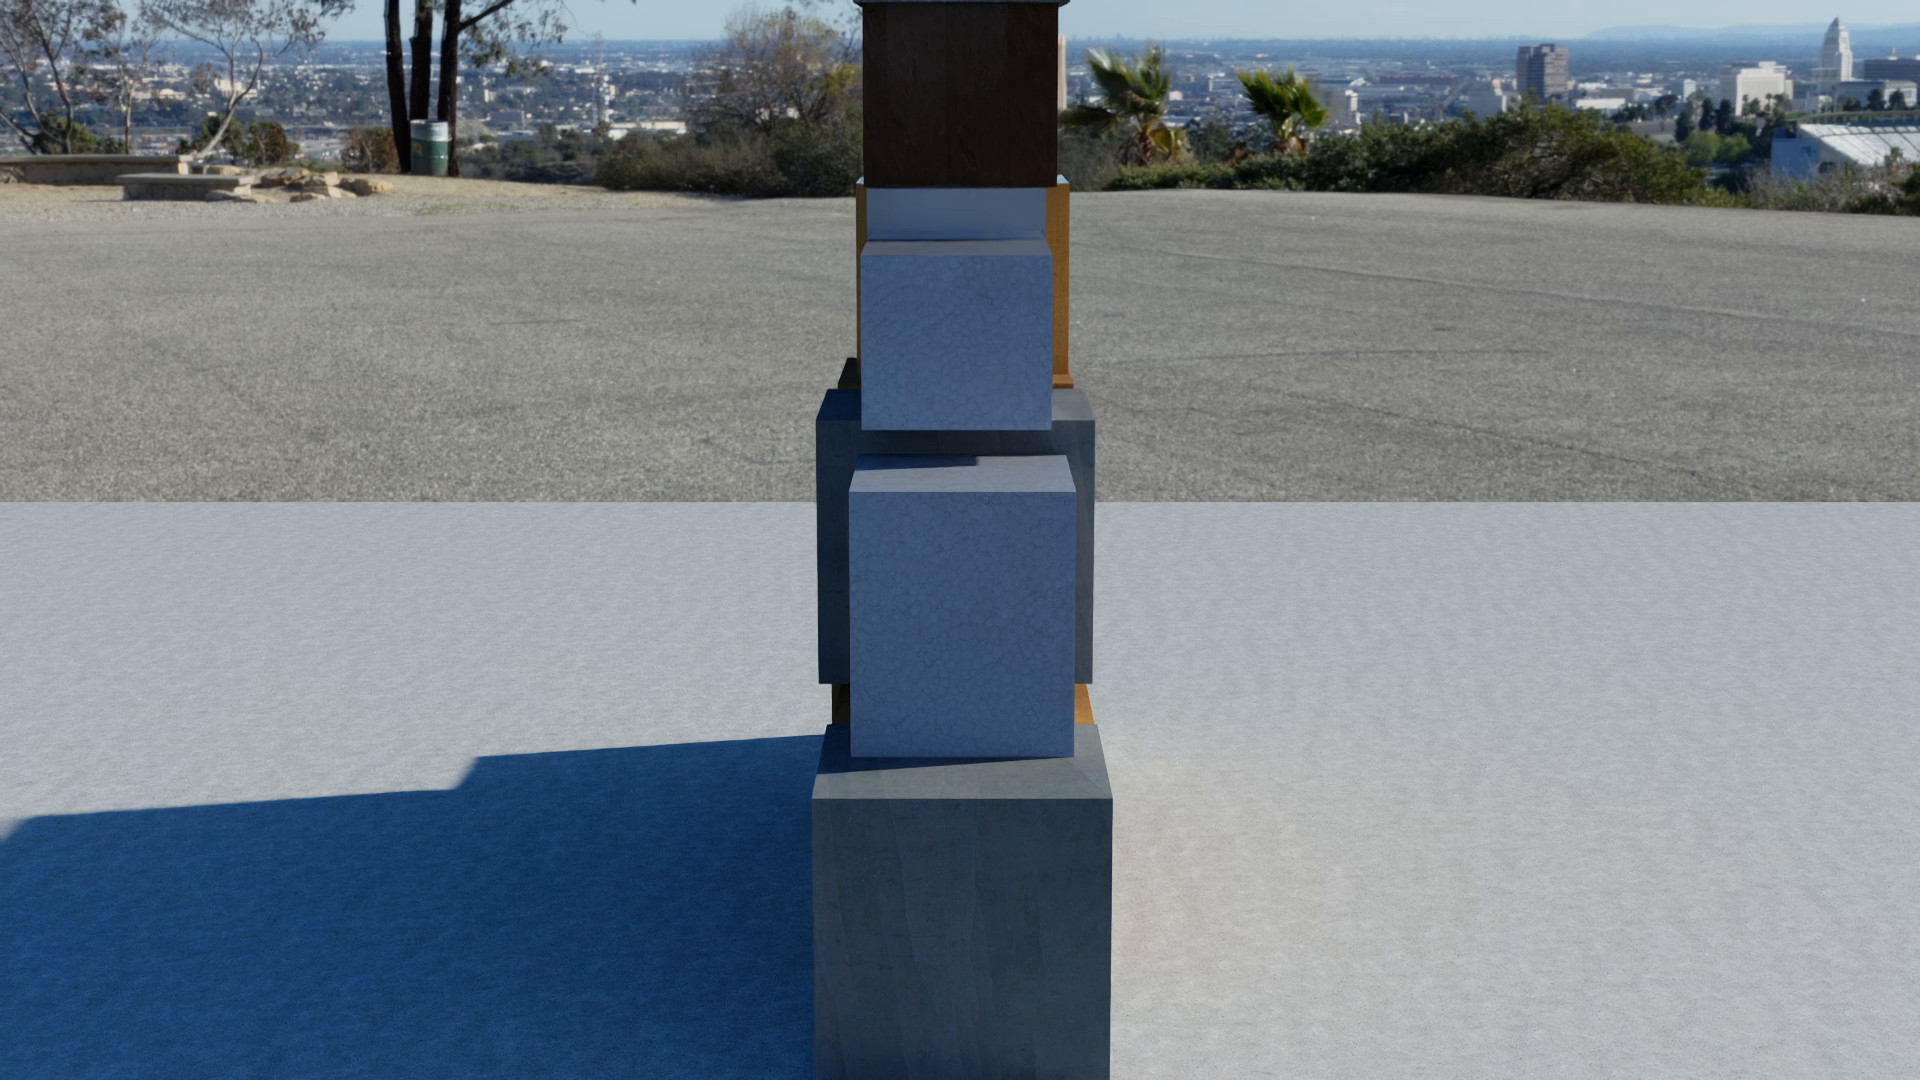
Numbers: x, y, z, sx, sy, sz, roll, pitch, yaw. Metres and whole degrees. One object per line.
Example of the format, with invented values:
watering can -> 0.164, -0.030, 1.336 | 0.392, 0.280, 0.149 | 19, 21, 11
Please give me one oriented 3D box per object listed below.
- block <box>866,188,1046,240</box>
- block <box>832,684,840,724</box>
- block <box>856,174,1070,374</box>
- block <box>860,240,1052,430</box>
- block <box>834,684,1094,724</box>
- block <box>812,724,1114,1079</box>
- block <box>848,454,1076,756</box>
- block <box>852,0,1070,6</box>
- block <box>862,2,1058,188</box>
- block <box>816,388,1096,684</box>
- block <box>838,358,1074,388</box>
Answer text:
block -> -0.015, -1.082, 10.901 | 0.730, 0.853, 0.760 | 0, 11, 0
block -> -0.010, 0.942, 11.329 | 1.061, 1.093, 0.958 | 0, 10, 0
block -> 0.012, -1.229, 11.725 | 0.935, 0.837, 0.894 | 0, 11, 0
block -> -0.013, -0.825, 10.161 | 0.730, 0.668, 0.751 | 0, 11, 0
block -> 0.015, 1.149, 10.410 | 1.016, 1.014, 0.905 | 0, 10, 0
block -> 0.008, 1.311, 9.447 | 1.040, 1.040, 1.028 | 0, 10, 0
block -> 0.009, 0.228, 9.755 | 0.817, 0.983, 0.927 | 0, 10, 0
block -> 0.006, -2.704, 10.668 | 0.876, 0.933, 0.879 | 0, 11, 0
block -> 0.001, -1.880, 10.823 | 0.797, 0.744, 0.681 | 0, 11, 0
block -> -0.018, -0.036, 10.662 | 1.101, 1.070, 0.943 | 0, 11, 0
block -> -0.019, -0.227, 11.619 | 1.014, 1.095, 0.984 | 0, 11, 0
